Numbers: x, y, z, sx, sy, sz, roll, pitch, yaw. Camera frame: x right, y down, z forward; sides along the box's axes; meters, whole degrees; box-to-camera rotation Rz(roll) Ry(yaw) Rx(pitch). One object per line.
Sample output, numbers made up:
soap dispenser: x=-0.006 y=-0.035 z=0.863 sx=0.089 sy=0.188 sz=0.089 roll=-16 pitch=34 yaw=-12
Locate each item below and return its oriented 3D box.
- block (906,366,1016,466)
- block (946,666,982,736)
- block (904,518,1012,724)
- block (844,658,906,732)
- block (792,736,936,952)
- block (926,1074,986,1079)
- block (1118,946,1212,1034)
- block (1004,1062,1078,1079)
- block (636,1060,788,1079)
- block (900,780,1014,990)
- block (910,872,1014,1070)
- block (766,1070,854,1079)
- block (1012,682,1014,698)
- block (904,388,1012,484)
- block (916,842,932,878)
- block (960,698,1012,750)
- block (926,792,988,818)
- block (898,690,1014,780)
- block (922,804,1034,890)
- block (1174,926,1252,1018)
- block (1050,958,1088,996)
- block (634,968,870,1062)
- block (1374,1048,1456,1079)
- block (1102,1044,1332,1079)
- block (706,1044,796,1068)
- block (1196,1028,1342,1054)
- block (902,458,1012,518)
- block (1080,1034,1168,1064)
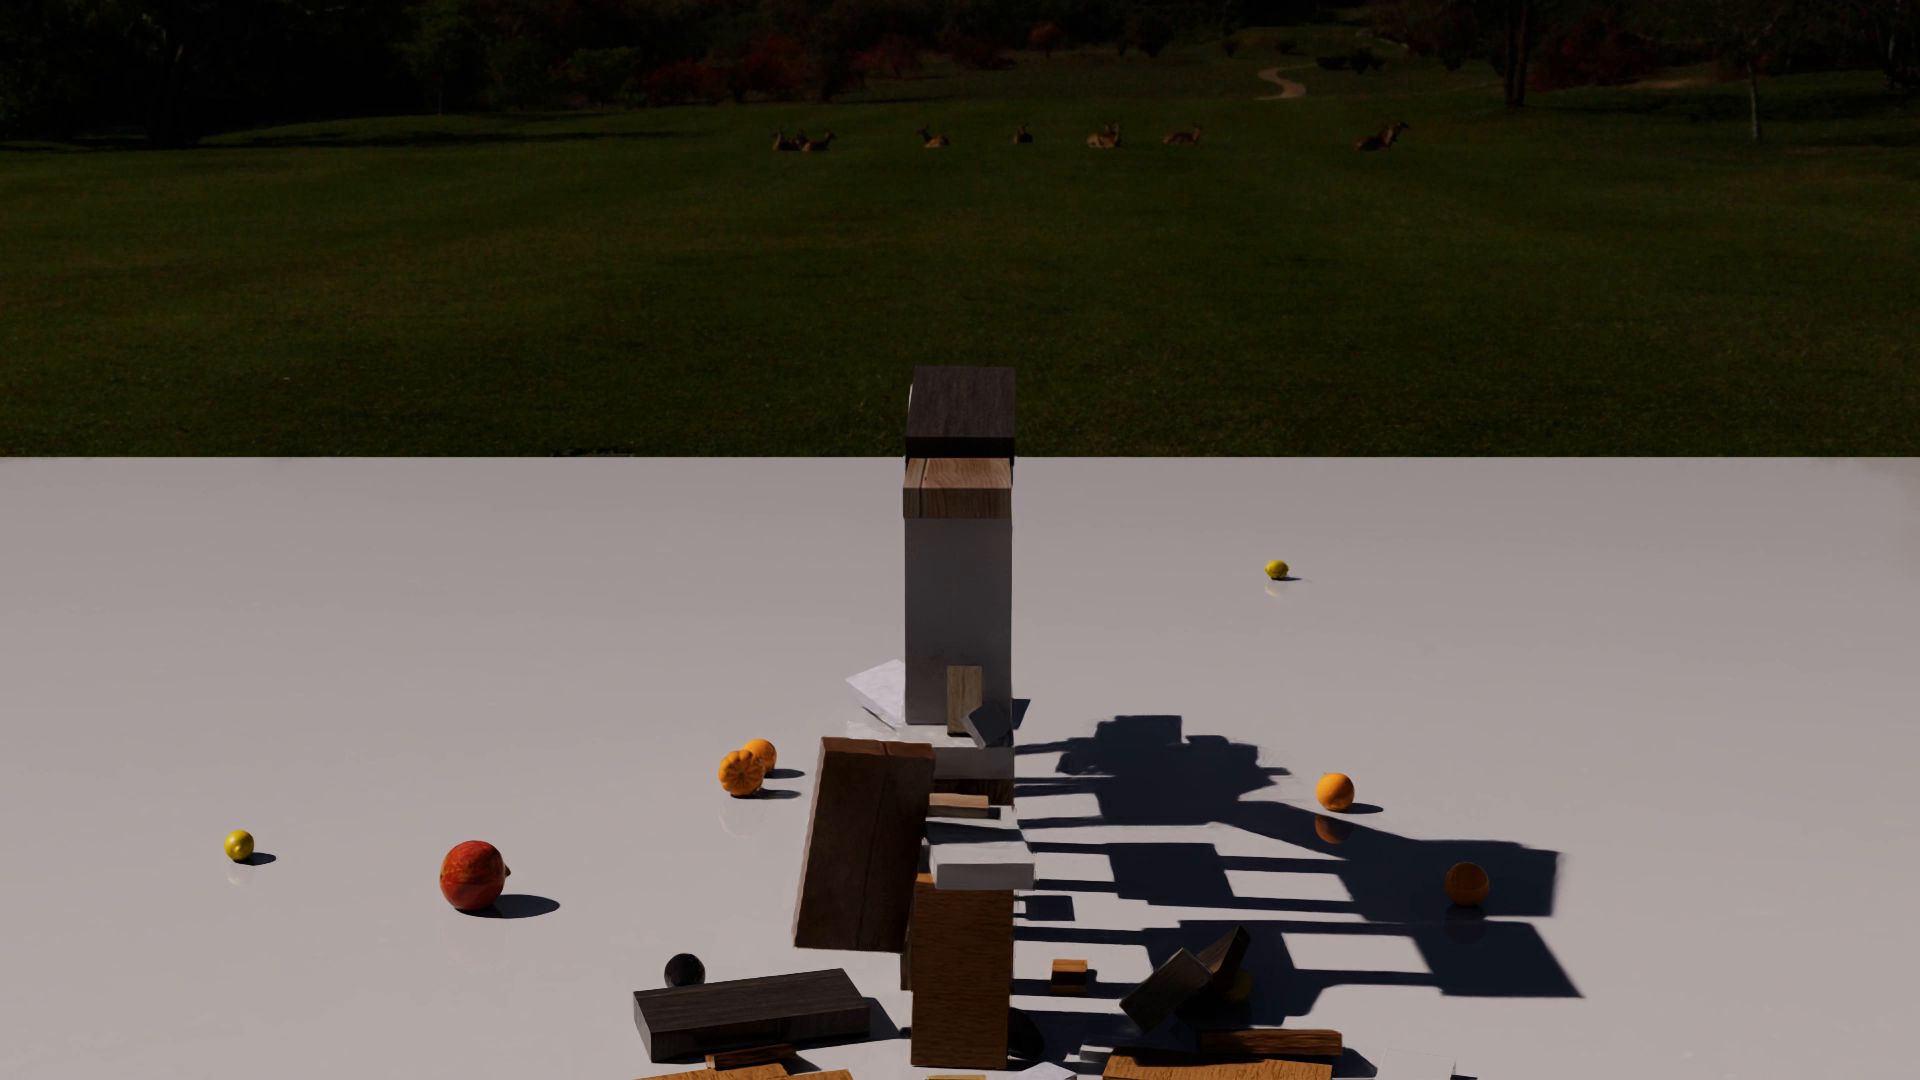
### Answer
block: x=0.005 y=-0.211 z=3.687 sx=0.175 sy=0.050 sz=0.350 roll=1 pitch=23 yaw=2
block: x=0.007 y=0.236 z=3.234 sx=0.051 sy=0.103 sz=0.015 roll=0 pitch=-24 yaw=0
block: x=-0.002 y=0.115 z=3.272 sx=0.157 sy=0.315 sz=0.045 roll=0 pitch=9 yaw=0
block: x=-0.116 y=0.344 z=4.719 sx=0.131 sy=0.037 sz=0.340 roll=-20 pitch=23 yaw=-22
block: x=-0.135 y=0.426 z=3.057 sx=0.154 sy=0.308 sz=0.044 roll=5 pitch=21 yaw=-12
block: x=0.000 y=0.733 z=2.837 sx=0.078 sy=0.022 sz=0.156 roll=0 pitch=11 yaw=-4
block: x=0.288 y=0.632 z=3.088 sx=0.056 sy=0.126 sz=0.016 roll=46 pitch=17 yaw=1
block: x=0.096 y=0.722 z=2.912 sx=0.056 sy=0.016 sz=0.112 roll=10 pitch=15 yaw=44
block: x=-0.347 y=0.722 z=2.914 sx=0.232 sy=0.016 sz=0.056 roll=-4 pitch=11 yaw=-19
block: x=-0.005 y=0.498 z=3.249 sx=0.167 sy=0.334 sz=0.047 roll=0 pitch=11 yaw=0
block: x=0.003 y=0.584 z=2.977 sx=0.130 sy=0.260 sz=0.037 roll=3 pitch=11 yaw=4
block: x=-0.214 y=0.726 z=2.874 sx=0.156 sy=0.022 sz=0.078 roll=-3 pitch=11 yaw=-16
block: x=0.036 y=0.360 z=4.809 sx=0.130 sy=0.037 sz=0.261 roll=1 pitch=11 yaw=8
block: x=-0.001 y=-0.177 z=3.733 sx=0.175 sy=0.050 sz=0.350 roll=0 pitch=23 yaw=0
block: x=0.001 y=0.555 z=3.143 sx=0.130 sy=0.260 sz=0.037 roll=0 pitch=11 yaw=-1
block: x=0.038 y=0.266 z=3.186 sx=0.015 sy=0.051 sz=0.103 roll=-35 pitch=-4 yaw=24
block: x=-0.017 y=0.376 z=3.123 sx=0.113 sy=0.016 sz=0.056 roll=3 pitch=11 yaw=1
block: x=-0.005 y=0.290 z=3.324 sx=0.167 sy=0.047 sz=0.334 roll=0 pitch=11 yaw=0
block: x=0.020 y=0.422 z=3.039 sx=0.130 sy=0.037 sz=0.260 roll=1 pitch=11 yaw=-6
block: x=0.368 y=0.632 z=3.225 sx=0.094 sy=0.027 sz=0.188 roll=-39 pitch=-2 yaw=19
block: x=0.163 y=0.653 z=3.289 sx=0.051 sy=0.015 sz=0.103 roll=1 pitch=11 yaw=5
block: x=-0.297 y=0.671 z=3.114 sx=0.308 sy=0.044 sz=0.154 roll=-3 pitch=11 yaw=-17
block: x=0.592 y=0.722 z=2.883 sx=0.094 sy=0.027 sz=0.188 roll=4 pitch=11 yaw=19
block: x=0.341 y=0.716 z=2.911 sx=0.292 sy=0.029 sz=0.103 roll=2 pitch=11 yaw=13
block: x=-0.284 y=0.700 z=2.983 sx=0.113 sy=0.016 sz=0.056 roll=-4 pitch=-9 yaw=-19
block: x=0.421 y=0.685 z=3.003 sx=0.188 sy=0.027 sz=0.094 roll=0 pitch=-9 yaw=2
block: x=-0.002 y=-0.081 z=3.343 sx=0.158 sy=0.045 sz=0.315 roll=0 pitch=10 yaw=1
block: x=0.225 y=0.702 z=3.021 sx=0.113 sy=0.016 sz=0.056 roll=3 pitch=11 yaw=14
